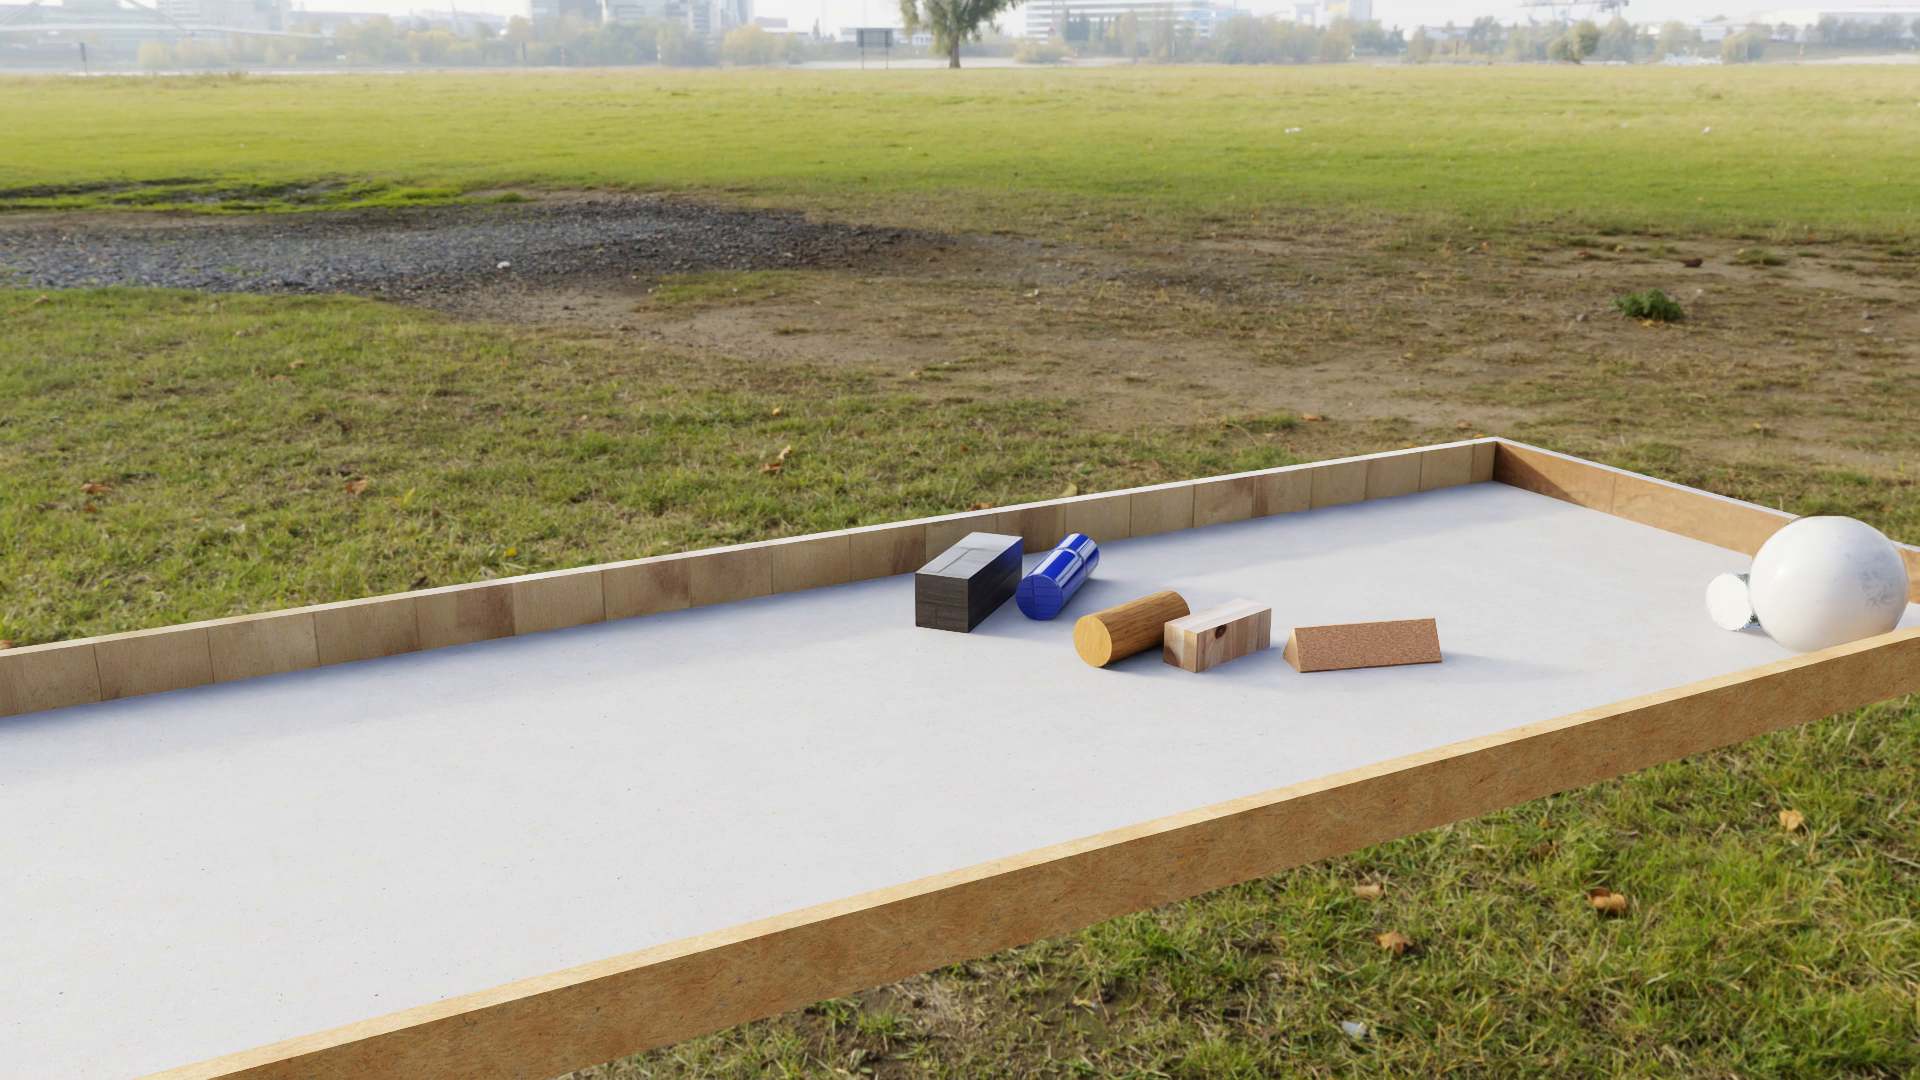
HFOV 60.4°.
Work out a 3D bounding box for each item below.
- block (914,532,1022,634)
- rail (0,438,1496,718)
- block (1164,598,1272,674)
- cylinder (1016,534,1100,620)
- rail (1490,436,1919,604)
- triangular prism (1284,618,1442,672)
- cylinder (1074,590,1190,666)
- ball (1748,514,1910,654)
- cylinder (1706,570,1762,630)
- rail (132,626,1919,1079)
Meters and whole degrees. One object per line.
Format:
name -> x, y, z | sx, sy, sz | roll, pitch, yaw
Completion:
block -> 0.030, 0.115, 4.687 | 0.156, 0.156, 0.435 | 6, 18, 21
rail -> -3.305, 0.497, 3.399 | 12.000, 0.150, 0.050 | -9, 18, -27
block -> 0.676, 0.248, 4.320 | 0.303, 0.108, 0.108 | -14, 22, -40
cylinder -> 0.287, 0.103, 4.768 | 0.134, 0.134, 0.429 | 5, 17, 18
rail -> 2.466, -0.048, 5.253 | 0.050, 0.150, 2.100 | -9, 18, -27
triangular prism -> 1.046, 0.261, 4.277 | 0.390, 0.101, 0.117 | -3, 17, -11
cylinder -> 0.454, 0.230, 4.333 | 0.311, 0.135, 0.135 | -14, 22, -40
ball -> 2.257, 0.120, 4.290 | 0.370, 0.370, 0.370 | 0, 16, 0
cylinder -> 2.259, 0.150, 4.573 | 0.348, 0.153, 0.153 | -7, 18, -23
rail -> -2.336, 1.006, 1.665 | 12.000, 0.150, 0.050 | -9, 18, -27
